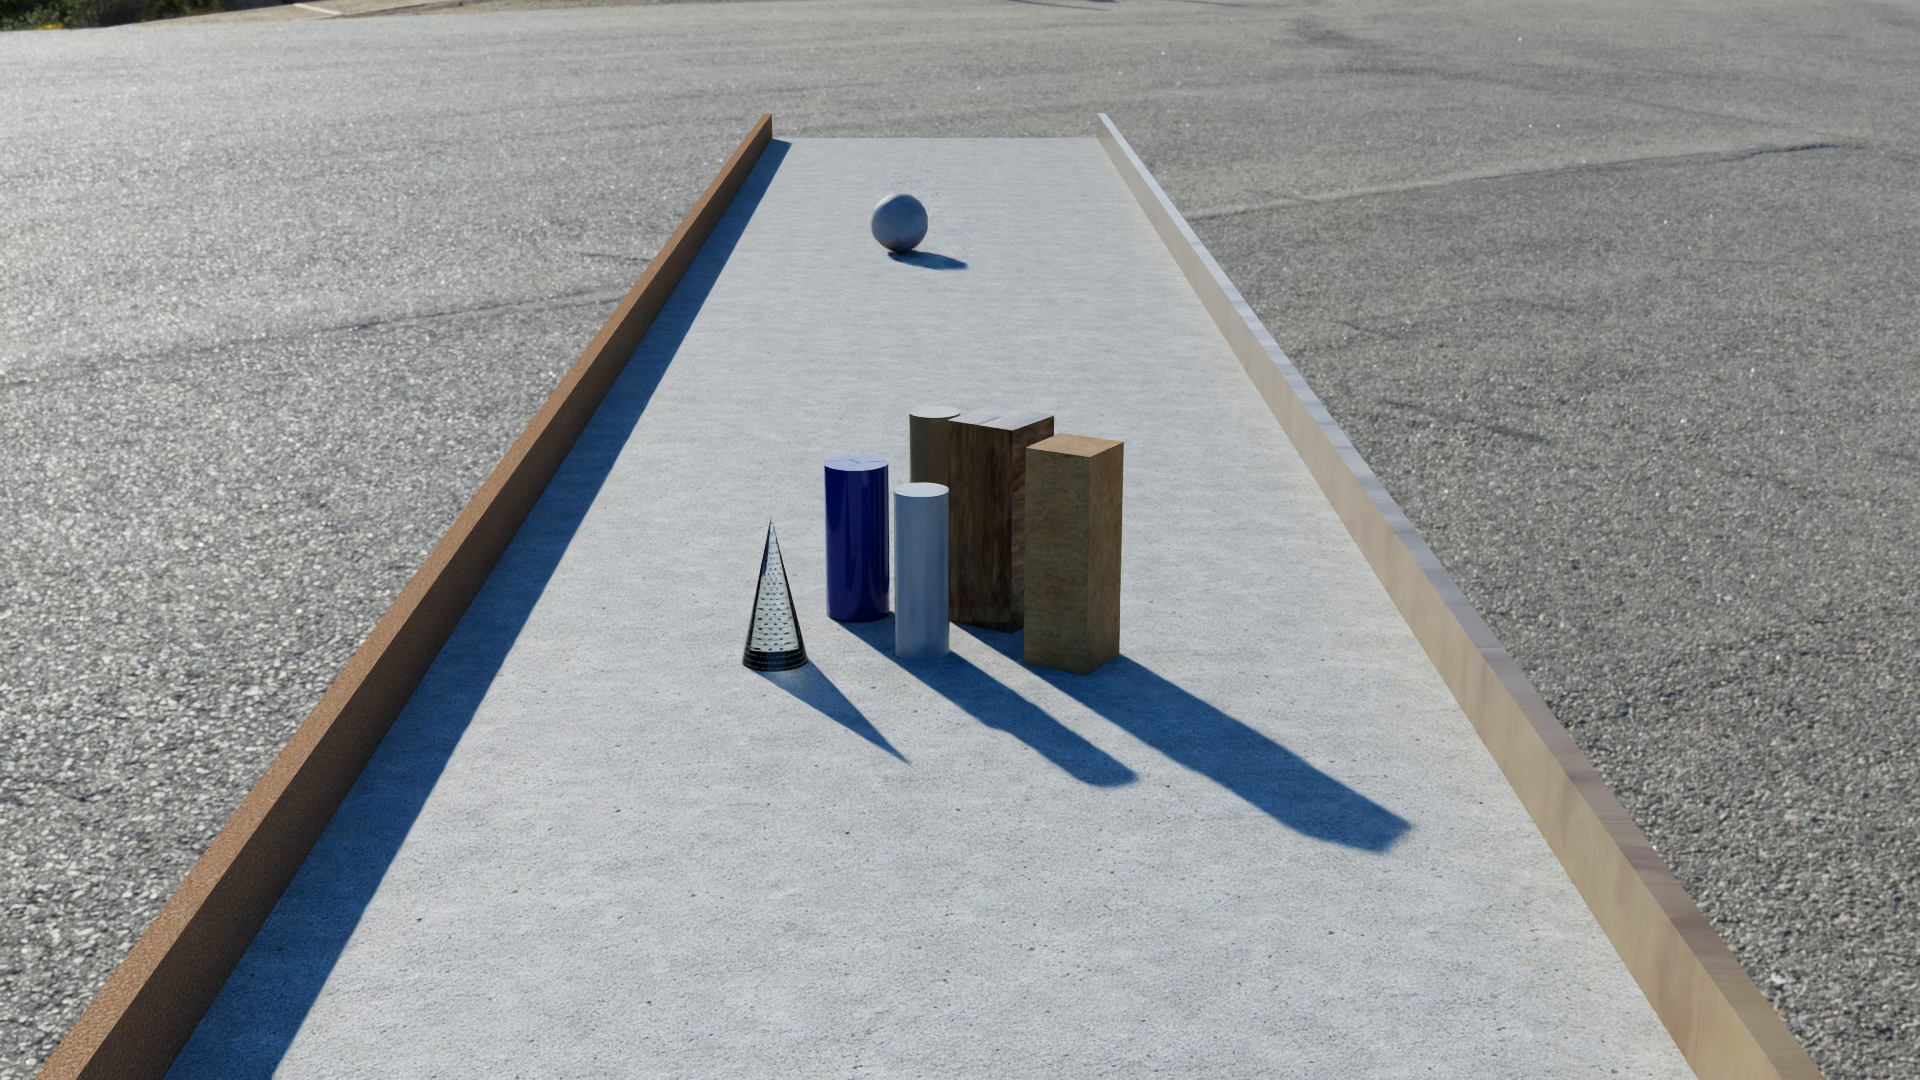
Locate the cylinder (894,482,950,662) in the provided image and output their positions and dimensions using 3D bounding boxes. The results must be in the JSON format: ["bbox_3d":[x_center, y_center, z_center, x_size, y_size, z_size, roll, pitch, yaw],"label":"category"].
[{"bbox_3d":[-0.076,0.064,4.409,0.110,0.342,0.110,0,17,0],"label":"cylinder"}]

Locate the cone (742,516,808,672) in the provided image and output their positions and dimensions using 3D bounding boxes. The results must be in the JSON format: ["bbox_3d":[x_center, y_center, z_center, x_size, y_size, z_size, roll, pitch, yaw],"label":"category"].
[{"bbox_3d":[-0.372,0.097,4.372,0.134,0.302,0.134,0,17,0],"label":"cone"}]

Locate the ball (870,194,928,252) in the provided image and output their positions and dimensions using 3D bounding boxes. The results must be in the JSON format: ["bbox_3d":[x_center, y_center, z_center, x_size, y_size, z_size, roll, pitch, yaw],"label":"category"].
[{"bbox_3d":[-0.256,-1.346,9.321,0.246,0.246,0.246,0,17,0],"label":"ball"}]

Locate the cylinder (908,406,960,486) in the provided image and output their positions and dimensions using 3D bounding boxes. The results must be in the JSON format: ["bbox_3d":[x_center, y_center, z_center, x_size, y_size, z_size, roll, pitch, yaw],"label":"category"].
[{"bbox_3d":[-0.056,-0.099,4.888,0.115,0.382,0.115,0,17,0],"label":"cylinder"}]

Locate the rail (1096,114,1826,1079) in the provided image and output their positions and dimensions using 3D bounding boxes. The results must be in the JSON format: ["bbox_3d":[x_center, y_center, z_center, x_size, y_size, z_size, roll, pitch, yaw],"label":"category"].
[{"bbox_3d":[0.932,-0.844,7.801,0.050,0.150,12.000,0,17,-1],"label":"rail"}]

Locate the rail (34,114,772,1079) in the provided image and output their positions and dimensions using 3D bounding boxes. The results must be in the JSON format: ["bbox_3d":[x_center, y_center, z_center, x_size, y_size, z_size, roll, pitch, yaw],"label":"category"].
[{"bbox_3d":[-1.118,-0.838,7.780,0.050,0.150,12.000,0,17,-1],"label":"rail"}]

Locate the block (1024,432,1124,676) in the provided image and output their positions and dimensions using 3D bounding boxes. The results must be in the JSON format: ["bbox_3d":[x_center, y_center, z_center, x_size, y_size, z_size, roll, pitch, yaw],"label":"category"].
[{"bbox_3d":[0.225,0.027,4.357,0.141,0.444,0.141,10,19,30],"label":"block"}]

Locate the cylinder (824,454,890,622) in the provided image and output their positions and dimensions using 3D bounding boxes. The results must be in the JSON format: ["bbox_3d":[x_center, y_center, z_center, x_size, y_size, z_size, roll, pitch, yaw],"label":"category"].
[{"bbox_3d":[-0.218,-0.003,4.657,0.137,0.332,0.137,0,17,0],"label":"cylinder"}]

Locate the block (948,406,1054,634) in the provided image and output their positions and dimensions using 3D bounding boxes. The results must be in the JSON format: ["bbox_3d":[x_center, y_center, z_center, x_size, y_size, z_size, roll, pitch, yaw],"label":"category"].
[{"bbox_3d":[0.085,-0.045,4.613,0.160,0.435,0.160,11,20,33],"label":"block"}]
